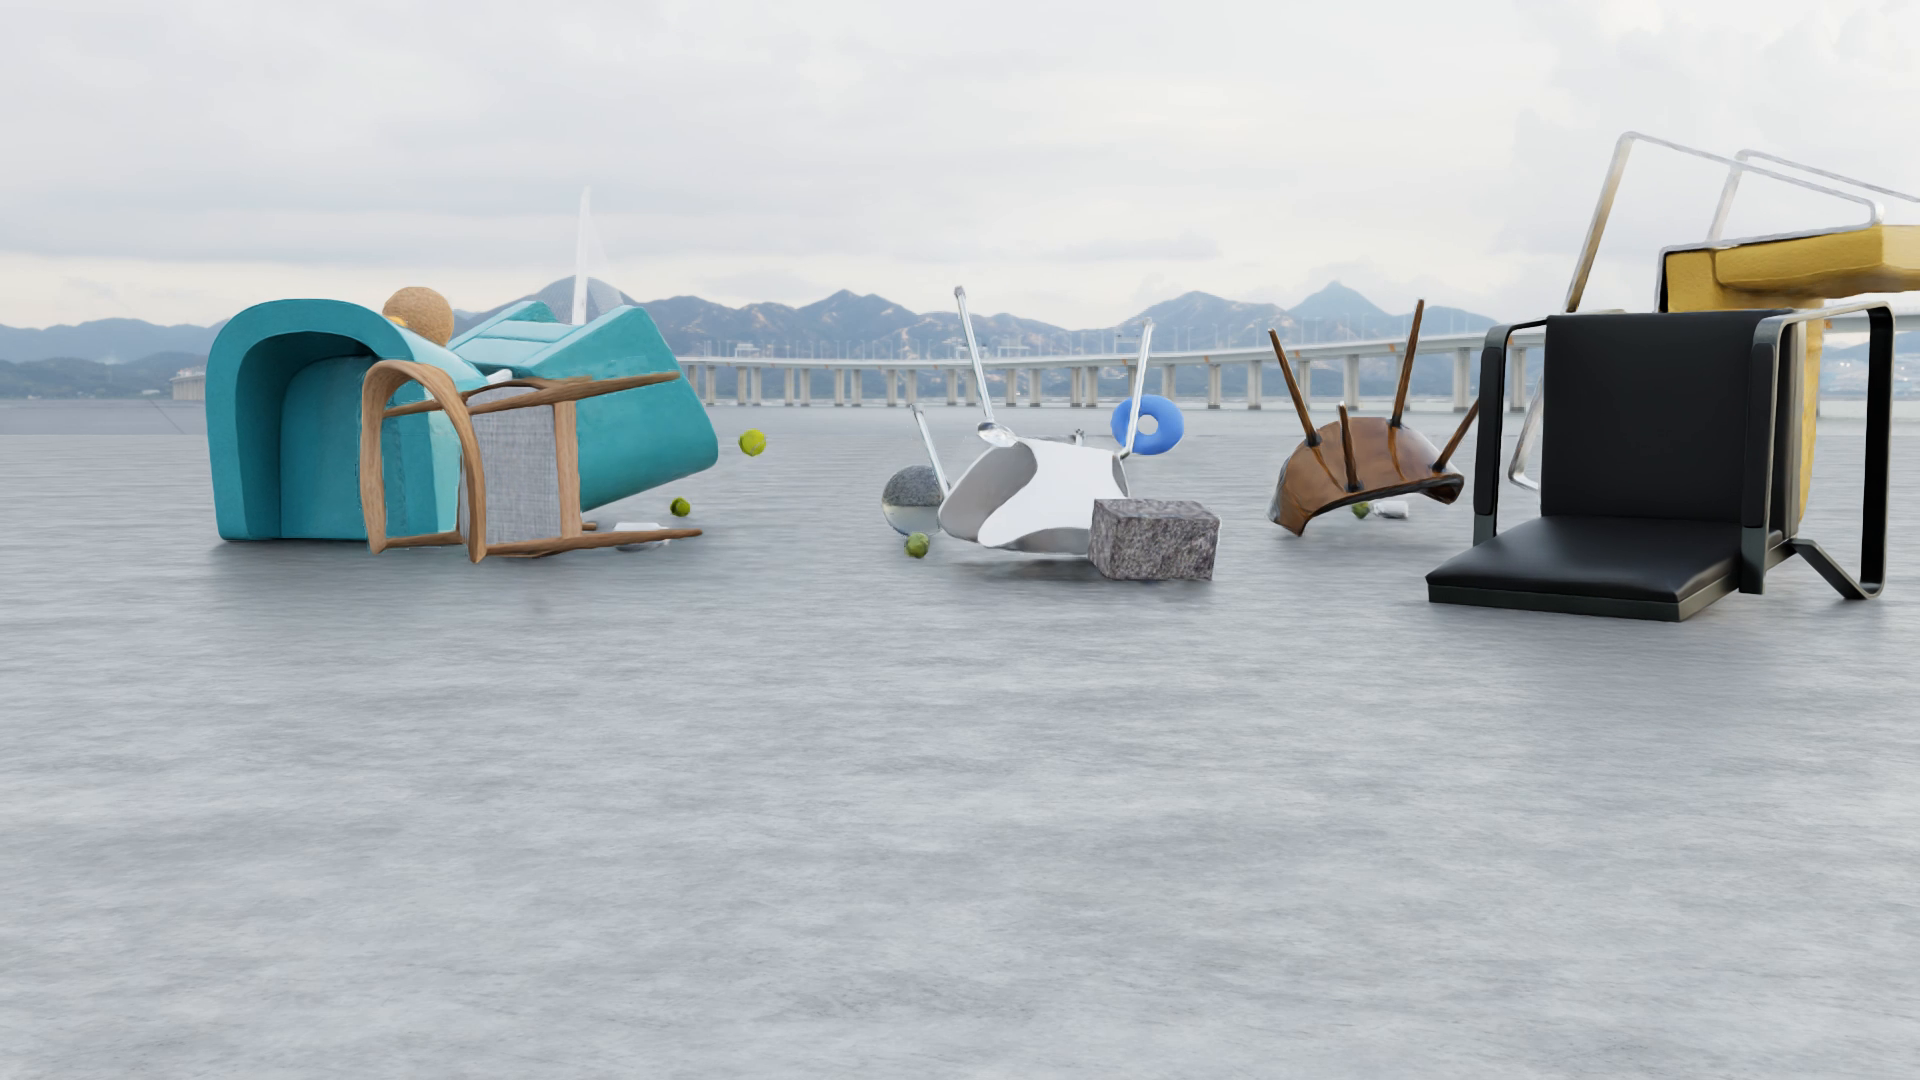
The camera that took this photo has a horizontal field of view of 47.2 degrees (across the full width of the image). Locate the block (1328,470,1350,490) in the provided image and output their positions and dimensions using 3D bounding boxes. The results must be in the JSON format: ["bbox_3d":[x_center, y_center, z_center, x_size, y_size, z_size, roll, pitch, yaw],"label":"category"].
[{"bbox_3d":[1.462,-0.230,8.479,0.043,0.059,0.052,-9,50,-35],"label":"block"}]

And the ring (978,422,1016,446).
[{"bbox_3d":[0.087,-0.252,5.234,0.113,0.039,0.049,20,-24,-35],"label":"ring"}]

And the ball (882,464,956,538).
[{"bbox_3d":[-0.124,-0.115,6.594,0.223,0.223,0.223,0,4,0],"label":"ball"}]

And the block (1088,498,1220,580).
[{"bbox_3d":[0.453,-0.003,5.160,0.255,0.146,0.162,2,16,-15],"label":"block"}]

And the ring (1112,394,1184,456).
[{"bbox_3d":[0.686,-0.422,8.049,0.297,0.225,0.090,3,8,33],"label":"ring"}]

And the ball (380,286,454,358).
[{"bbox_3d":[-1.683,-0.676,6.819,0.223,0.223,0.223,0,4,0],"label":"ball"}]
